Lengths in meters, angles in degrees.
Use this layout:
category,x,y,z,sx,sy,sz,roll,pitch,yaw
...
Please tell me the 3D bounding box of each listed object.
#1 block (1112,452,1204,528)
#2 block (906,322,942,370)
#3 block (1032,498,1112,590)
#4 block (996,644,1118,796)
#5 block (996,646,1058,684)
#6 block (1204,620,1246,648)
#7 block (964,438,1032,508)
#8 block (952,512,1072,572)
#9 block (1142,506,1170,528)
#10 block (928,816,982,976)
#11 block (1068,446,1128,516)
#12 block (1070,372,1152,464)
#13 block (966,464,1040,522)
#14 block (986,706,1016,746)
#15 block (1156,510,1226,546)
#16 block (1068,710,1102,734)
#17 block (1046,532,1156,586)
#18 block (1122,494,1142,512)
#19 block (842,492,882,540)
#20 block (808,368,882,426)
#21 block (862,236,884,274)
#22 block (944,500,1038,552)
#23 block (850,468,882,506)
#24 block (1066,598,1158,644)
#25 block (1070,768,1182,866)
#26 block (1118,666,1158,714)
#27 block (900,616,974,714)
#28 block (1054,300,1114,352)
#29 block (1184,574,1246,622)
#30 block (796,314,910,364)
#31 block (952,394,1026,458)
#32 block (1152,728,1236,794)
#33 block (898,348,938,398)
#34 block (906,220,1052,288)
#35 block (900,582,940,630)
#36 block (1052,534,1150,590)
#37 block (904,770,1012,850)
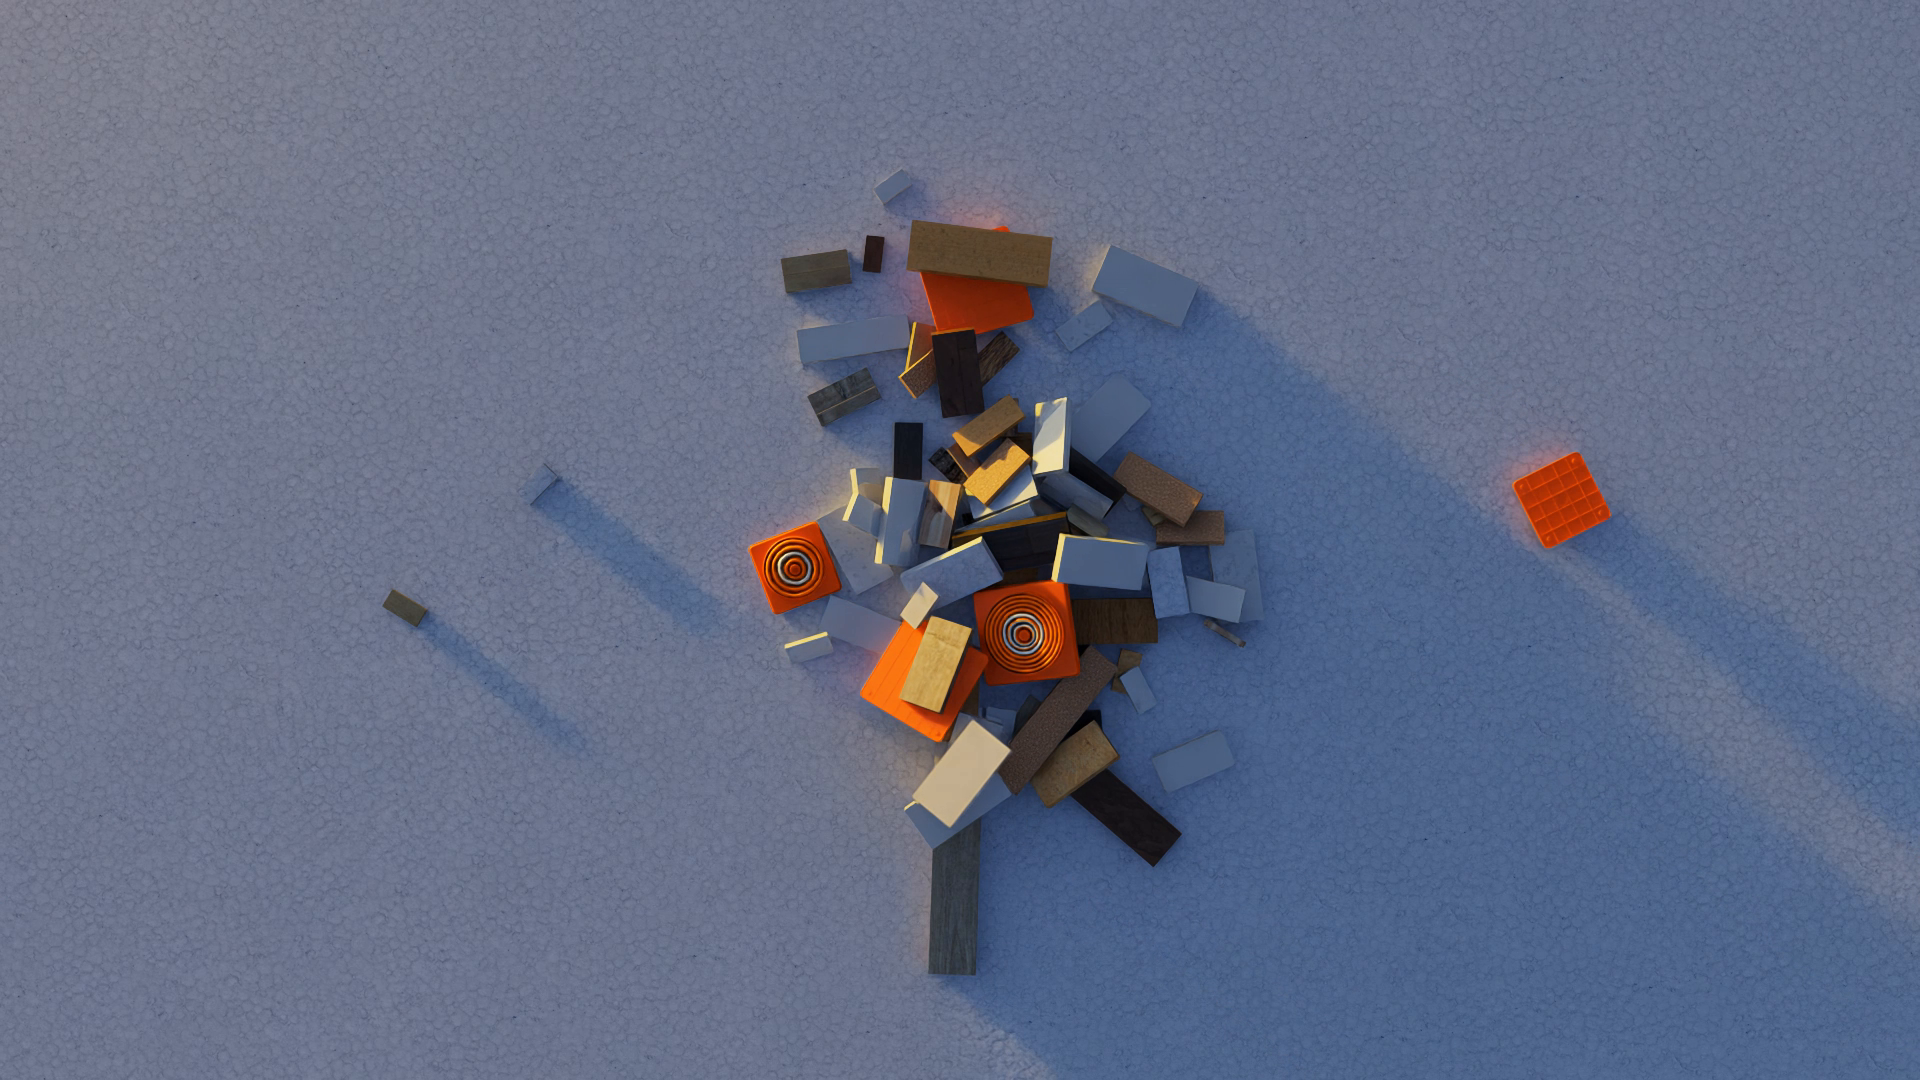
category,x,y,z,sx,sy,sz,roll,pitch,yaw
block,0.648,-0.169,5.445,0.285,0.035,0.123,31,78,10
block,-0.122,-0.620,5.471,0.094,0.027,0.187,10,90,-21
block,0.360,0.003,5.441,0.406,0.032,0.114,35,90,0
block,0.307,0.593,5.439,0.124,0.035,0.538,39,85,-1
block,0.222,0.416,5.486,0.194,0.028,0.097,-7,90,0
block,0.876,0.310,5.464,0.143,0.072,0.020,31,90,0
block,0.123,-0.224,5.432,0.215,0.030,0.108,-46,62,-1
block,0.178,0.019,5.391,0.381,0.043,0.152,-11,113,11
block,0.684,-0.109,5.463,0.150,0.021,0.075,-29,67,-10
block,-0.015,1.111,5.478,0.157,0.044,0.654,2,90,0
block,0.416,-0.195,5.446,0.247,0.035,0.123,37,129,-1
block,0.467,-0.389,5.477,0.160,0.045,0.320,44,90,0
block,0.141,-0.154,5.437,0.229,0.032,0.114,-21,66,13
block,0.125,0.655,5.459,0.097,0.028,0.194,7,90,0
block,0.760,-0.040,5.455,0.223,0.032,0.112,0,65,4
block,0.391,0.608,5.490,0.160,0.020,0.072,-4,90,0
block,0.444,0.041,5.479,0.396,0.042,0.149,12,90,0
block,0.617,-0.163,5.489,0.156,0.021,0.075,-26,90,0
block,-0.290,-0.070,5.411,0.195,0.028,0.098,30,75,-39
block,-0.384,-0.475,5.484,0.220,0.031,0.110,-26,90,0
block,-0.288,-0.951,5.492,0.059,0.017,0.119,6,90,0
block,0.102,-0.021,5.433,0.325,0.030,0.108,-22,100,16
block,-0.304,-0.139,5.454,0.098,0.028,0.195,-5,87,-41
block,0.504,0.270,5.479,0.299,0.042,0.149,-1,90,0
block,0.526,0.888,5.479,0.428,0.041,0.146,41,90,0
block,0.590,0.498,5.472,0.073,0.021,0.146,-30,99,-10
block,-0.075,0.406,5.363,0.146,0.041,0.292,18,78,19
block,0.412,-0.711,5.487,0.177,0.025,0.089,-35,90,0
block,0.823,0.193,5.449,0.223,0.032,0.112,13,96,16
block,-0.352,-0.669,5.484,0.371,0.031,0.110,-9,90,0
block,0.096,-0.376,5.453,0.232,0.027,0.094,-36,73,2
block,0.775,0.734,5.482,0.248,0.035,0.124,-23,90,0
block,-0.108,-0.558,5.453,0.177,0.025,0.089,-42,106,-13
block,0.064,-0.939,5.416,0.464,0.045,0.160,7,85,-3
block,-0.129,0.215,5.412,0.073,0.021,0.146,43,113,19
block,0.458,0.072,5.365,0.304,0.043,0.152,6,101,-21
block,-0.006,0.844,5.337,0.314,0.044,0.157,-35,93,2
